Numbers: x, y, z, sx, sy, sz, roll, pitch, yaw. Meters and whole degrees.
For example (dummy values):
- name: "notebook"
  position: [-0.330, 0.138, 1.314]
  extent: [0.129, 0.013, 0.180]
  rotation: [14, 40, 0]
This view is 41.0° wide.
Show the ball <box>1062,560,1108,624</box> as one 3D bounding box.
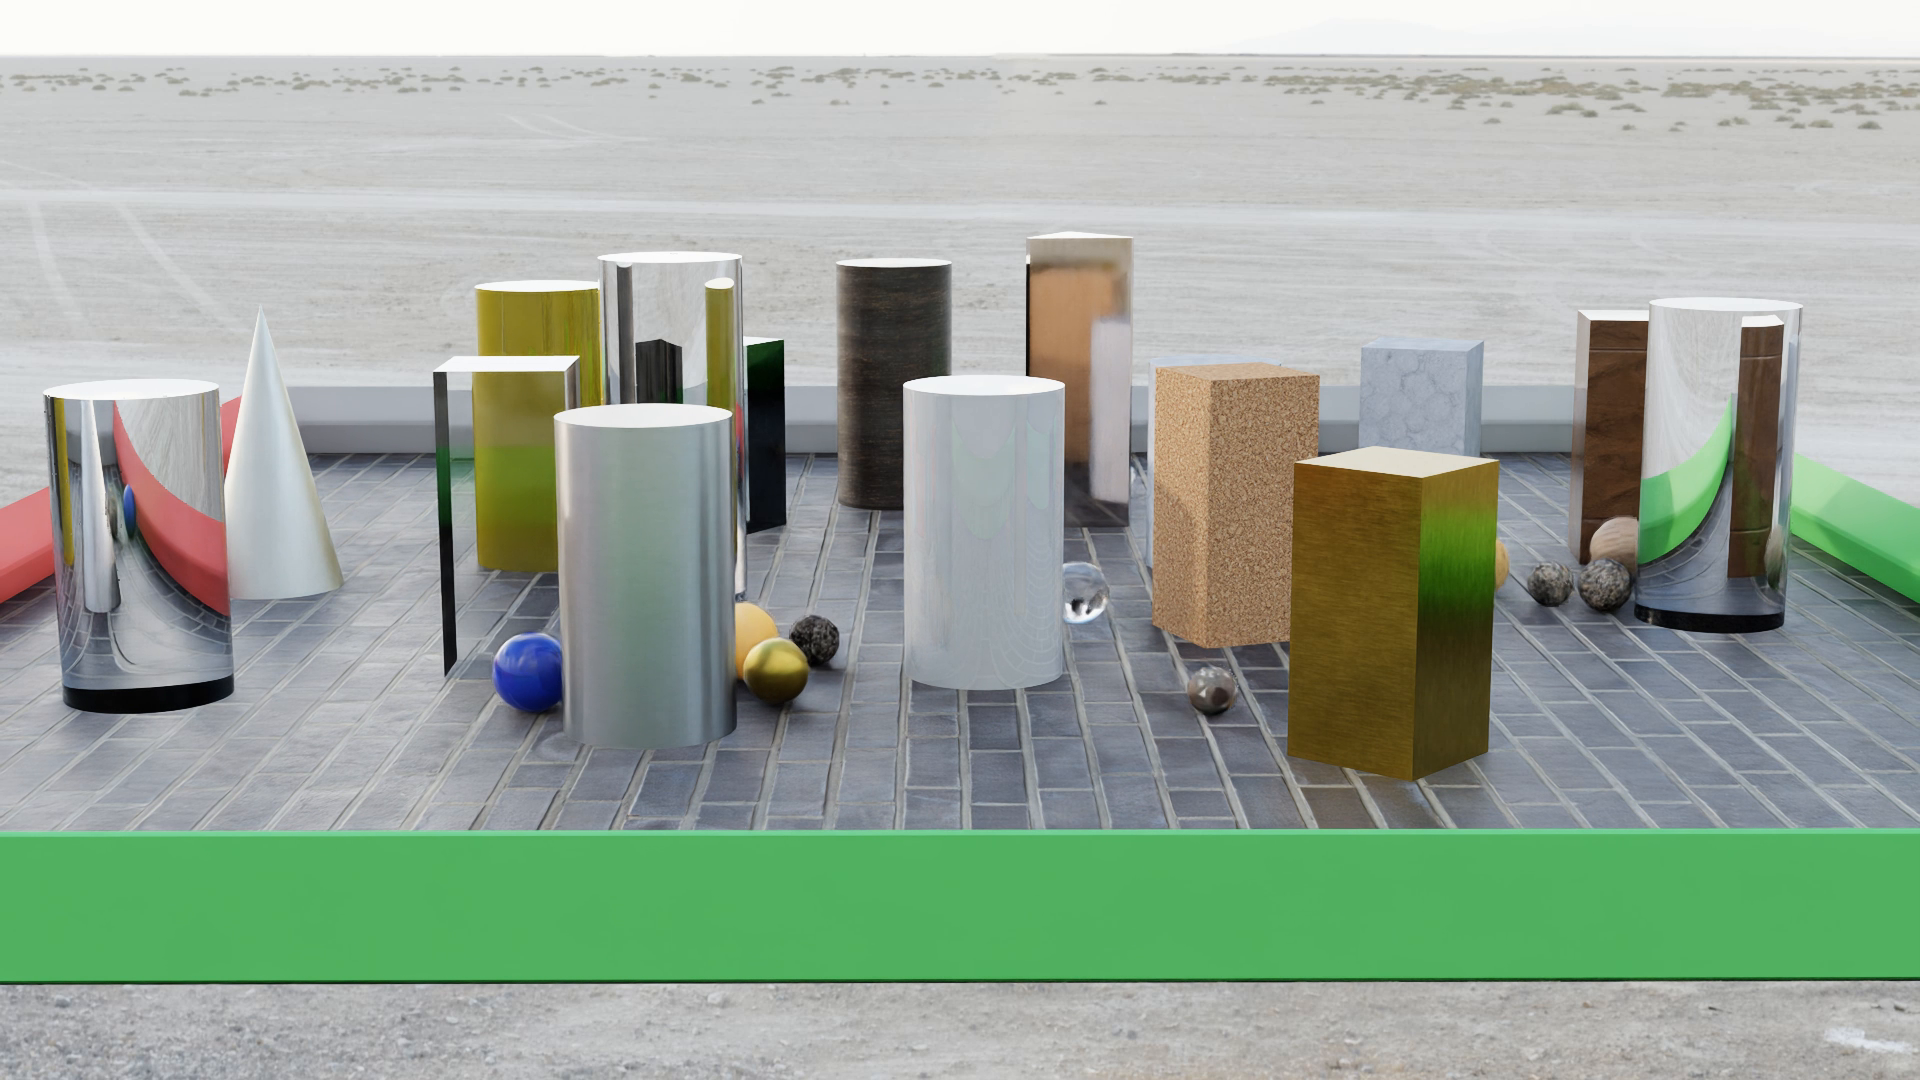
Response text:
- name: "ball"
  position: [0.154, 0.069, 3.369]
  extent: [0.084, 0.084, 0.084]
  rotation: [0, 11, 0]

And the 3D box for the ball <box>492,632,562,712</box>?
- name: "ball"
  position: [-0.486, 0.150, 2.916]
  extent: [0.091, 0.091, 0.091]
  rotation: [0, 11, 0]

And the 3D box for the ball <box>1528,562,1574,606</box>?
- name: "ball"
  position: [0.802, 0.059, 3.483]
  extent: [0.061, 0.061, 0.061]
  rotation: [0, 11, 0]

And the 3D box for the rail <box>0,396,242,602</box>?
- name: "rail"
  position: [-1.289, 0.033, 3.442]
  extent: [0.045, 0.125, 2.854]
  rotation: [0, 11, 0]

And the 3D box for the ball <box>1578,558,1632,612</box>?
- name: "ball"
  position: [0.867, 0.060, 3.449]
  extent: [0.072, 0.072, 0.072]
  rotation: [0, 11, 0]

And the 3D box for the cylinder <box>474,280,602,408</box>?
- name: "cylinder"
  position: [-0.621, -0.179, 3.837]
  extent: [0.192, 0.401, 0.192]
  rotation: [0, 11, 0]

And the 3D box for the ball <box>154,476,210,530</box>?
- name: "ball"
  position: [-1.231, -0.059, 4.057]
  extent: [0.084, 0.084, 0.084]
  rotation: [0, 11, 0]

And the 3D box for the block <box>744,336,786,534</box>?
- name: "block"
  position: [-0.383, -0.166, 4.052]
  extent: [0.154, 0.297, 0.154]
  rotation: [6, 12, 30]

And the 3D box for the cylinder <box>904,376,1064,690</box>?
- name: "cylinder"
  position: [0.029, -0.013, 3.081]
  extent: [0.192, 0.350, 0.192]
  rotation: [0, 11, 0]

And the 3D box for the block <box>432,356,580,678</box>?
- name: "block"
  position: [-0.544, -0.031, 3.123]
  extent: [0.154, 0.370, 0.154]
  rotation: [0, 11, -2]

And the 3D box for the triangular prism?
- name: "triangular prism"
  position: [0.182, -0.259, 4.107]
  extent: [0.167, 0.458, 0.144]
  rotation: [-1, 11, -5]

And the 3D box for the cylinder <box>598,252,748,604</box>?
- name: "cylinder"
  position: [-0.387, -0.146, 3.469]
  extent: [0.192, 0.471, 0.192]
  rotation: [0, 11, 0]

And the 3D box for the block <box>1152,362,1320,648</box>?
- name: "block"
  position: [0.352, -0.048, 3.299]
  extent: [0.154, 0.340, 0.154]
  rotation: [-4, 11, -22]

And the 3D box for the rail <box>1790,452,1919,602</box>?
- name: "rail"
  position: [1.289, 0.031, 3.456]
  extent: [0.045, 0.125, 2.854]
  rotation: [0, 11, 0]

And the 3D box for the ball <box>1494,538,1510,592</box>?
- name: "ball"
  position: [0.709, 0.033, 3.533]
  extent: [0.095, 0.095, 0.095]
  rotation: [0, 11, 0]

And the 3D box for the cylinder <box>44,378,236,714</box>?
- name: "cylinder"
  position: [-0.948, 0.003, 2.969]
  extent: [0.192, 0.359, 0.192]
  rotation: [0, 11, 0]

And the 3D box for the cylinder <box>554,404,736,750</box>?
- name: "cylinder"
  position: [-0.344, 0.036, 2.820]
  extent: [0.192, 0.349, 0.192]
  rotation: [0, 11, 0]

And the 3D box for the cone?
- name: "cone"
  position: [-0.968, -0.132, 3.588]
  extent: [0.192, 0.399, 0.192]
  rotation: [0, 11, 0]

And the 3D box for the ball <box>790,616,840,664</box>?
- name: "ball"
  position: [-0.177, 0.123, 3.144]
  extent: [0.061, 0.061, 0.061]
  rotation: [0, 11, 0]

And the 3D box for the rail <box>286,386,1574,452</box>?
- name: "rail"
  position: [-0.008, -0.224, 4.829]
  extent: [2.625, 0.125, 0.045]
  rotation: [0, 11, 0]

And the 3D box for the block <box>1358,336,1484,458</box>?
- name: "block"
  position: [0.685, -0.134, 3.819]
  extent: [0.154, 0.318, 0.154]
  rotation: [4, 11, 20]

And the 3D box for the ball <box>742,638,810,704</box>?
- name: "ball"
  position: [-0.212, 0.151, 2.951]
  extent: [0.076, 0.076, 0.076]
  rotation: [0, 11, 0]

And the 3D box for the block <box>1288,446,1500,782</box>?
- name: "block"
  position: [0.457, 0.073, 2.712]
  extent: [0.154, 0.316, 0.154]
  rotation: [9, 14, 40]

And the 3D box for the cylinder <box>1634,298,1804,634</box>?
- name: "cylinder"
  position: [0.995, -0.102, 3.374]
  extent: [0.192, 0.417, 0.192]
  rotation: [0, 11, 0]

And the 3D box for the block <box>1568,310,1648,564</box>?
- name: "block"
  position: [0.997, -0.153, 3.808]
  extent: [0.154, 0.360, 0.154]
  rotation: [1, 11, 7]

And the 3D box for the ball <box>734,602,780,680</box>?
- name: "ball"
  position: [-0.262, 0.121, 3.067]
  extent: [0.092, 0.092, 0.092]
  rotation: [0, 11, 0]

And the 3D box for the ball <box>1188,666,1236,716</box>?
- name: "ball"
  position: [0.285, 0.170, 2.901]
  extent: [0.056, 0.056, 0.056]
  rotation: [0, 11, 0]

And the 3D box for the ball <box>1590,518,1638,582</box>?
- name: "ball"
  position: [0.941, 0.014, 3.640]
  extent: [0.093, 0.093, 0.093]
  rotation: [0, 11, 0]

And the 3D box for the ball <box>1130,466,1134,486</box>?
- name: "ball"
  position: [0.275, -0.110, 4.420]
  extent: [0.052, 0.052, 0.052]
  rotation: [0, 11, 0]

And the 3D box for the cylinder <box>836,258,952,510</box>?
- name: "cylinder"
  position: [-0.109, -0.263, 4.287]
  extent: [0.192, 0.400, 0.192]
  rotation: [0, 11, 0]

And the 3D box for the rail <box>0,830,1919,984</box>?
- name: "rail"
  position: [0.008, 0.289, 2.069]
  extent: [2.625, 0.125, 0.045]
  rotation: [0, 11, 0]

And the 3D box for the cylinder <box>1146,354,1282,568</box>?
- name: "cylinder"
  position: [0.370, -0.112, 3.755]
  extent: [0.192, 0.299, 0.192]
  rotation: [0, 11, 0]
